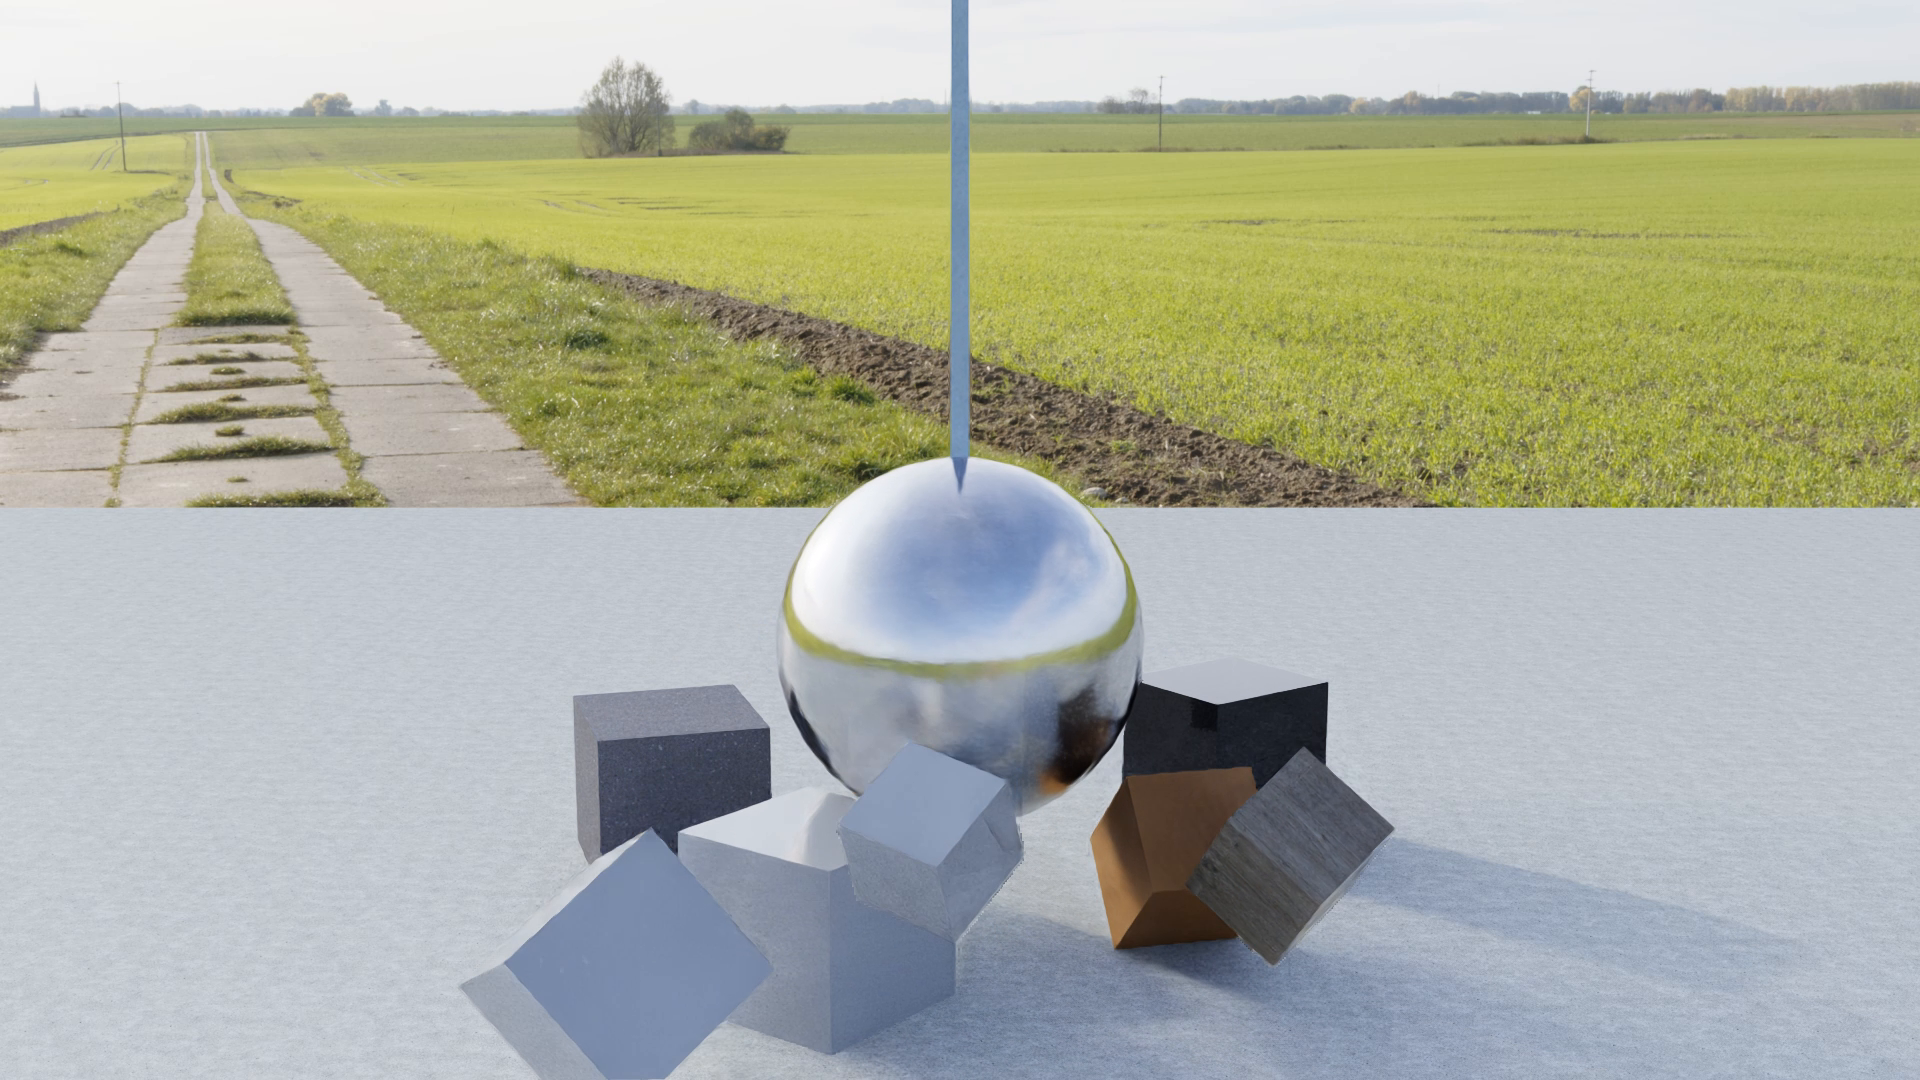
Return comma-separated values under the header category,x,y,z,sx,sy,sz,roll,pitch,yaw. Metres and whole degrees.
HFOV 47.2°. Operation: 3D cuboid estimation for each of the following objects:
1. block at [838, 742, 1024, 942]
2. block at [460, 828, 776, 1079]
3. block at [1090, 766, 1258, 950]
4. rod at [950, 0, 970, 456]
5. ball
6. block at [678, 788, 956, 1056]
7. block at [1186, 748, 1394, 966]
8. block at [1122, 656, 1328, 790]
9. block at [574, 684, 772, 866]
category,x,y,z,sx,sy,sz,roll,pitch,yaw
block,-0.104,1.121,8.211,0.451,0.427,0.463,19,49,31
block,-1.221,1.544,7.763,0.684,0.656,0.729,-43,4,-29
block,0.970,1.391,9.605,0.571,0.533,0.644,-3,-31,-15
rod,0.000,-2.941,9.896,0.080,5.200,0.080,0,-6,0
ball,0.000,0.439,9.530,1.600,1.600,1.600,0,10,0
block,-0.581,1.536,9.022,0.810,0.750,0.784,8,13,37
block,1.342,1.295,8.992,0.488,0.561,0.526,42,55,16
block,1.359,1.101,11.307,0.772,0.788,0.694,-8,13,-36
block,-1.423,1.207,10.820,0.818,0.753,0.888,-3,11,-17
